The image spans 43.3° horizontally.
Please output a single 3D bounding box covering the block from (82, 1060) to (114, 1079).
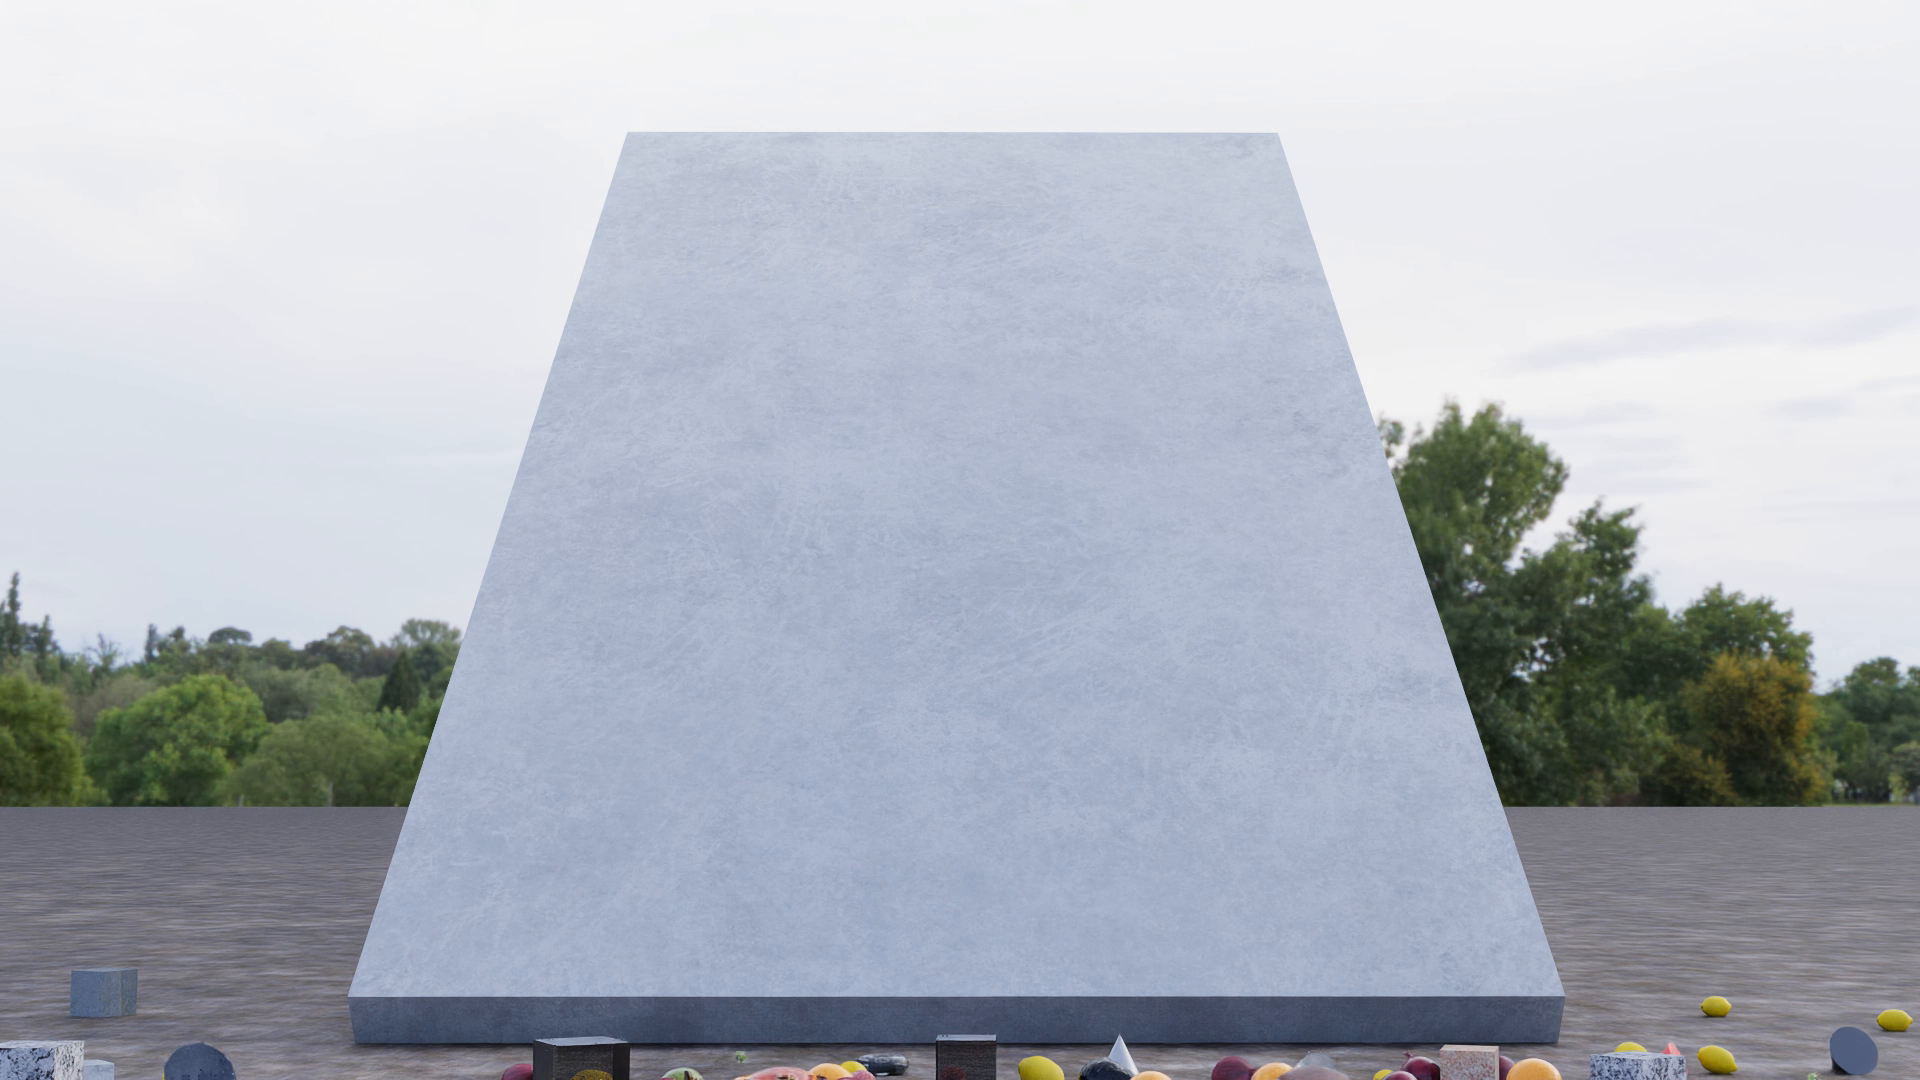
[{"bbox_3d":[-1.141,0.711,3.140,0.061,0.061,0.061,5,-8,-38],"label":"block"}]

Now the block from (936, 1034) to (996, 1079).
[{"bbox_3d":[0.009,0.717,3.285,0.080,0.080,0.080,0,-6,2],"label":"block"}]

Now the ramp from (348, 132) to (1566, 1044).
[{"bbox_3d":[-0.013,-0.209,5.724,2.000,0.100,4.000,0,30,0],"label":"ramp"}]

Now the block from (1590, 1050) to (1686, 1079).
[{"bbox_3d":[0.851,0.688,3.030,0.083,0.083,0.083,4,-8,-36],"label":"block"}]

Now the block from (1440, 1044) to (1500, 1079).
[{"bbox_3d":[0.681,0.715,3.228,0.071,0.071,0.071,-2,-6,17],"label":"block"}]

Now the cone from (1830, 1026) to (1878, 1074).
[{"bbox_3d":[1.314,0.774,3.597,0.075,0.075,0.075,1,-33,-8],"label":"cone"}]

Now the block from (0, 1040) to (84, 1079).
[{"bbox_3d":[-1.173,0.685,3.052,0.094,0.094,0.094,0,-6,2],"label":"block"}]

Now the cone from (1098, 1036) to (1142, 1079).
[{"bbox_3d":[0.232,0.749,3.510,0.063,0.063,0.063,0,-6,0],"label":"cone"}]

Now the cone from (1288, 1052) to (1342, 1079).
[{"bbox_3d":[0.480,0.718,3.104,0.089,0.089,0.089,34,-22,-26],"label":"cone"}]

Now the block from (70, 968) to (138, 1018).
[{"bbox_3d":[-1.611,0.851,4.548,0.083,0.083,0.083,-3,-7,28],"label":"block"}]

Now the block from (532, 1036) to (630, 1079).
[{"bbox_3d":[-0.483,0.686,3.076,0.096,0.096,0.096,3,-7,-28],"label":"block"}]

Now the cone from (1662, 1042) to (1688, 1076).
[{"bbox_3d":[1.035,0.775,3.561,0.052,0.052,0.052,-32,-20,23],"label":"cone"}]

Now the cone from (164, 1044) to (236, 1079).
[{"bbox_3d":[-1.011,0.721,3.156,0.096,0.096,0.096,5,-35,-40],"label":"cone"}]

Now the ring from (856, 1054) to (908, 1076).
[{"bbox_3d":[-0.115,0.774,3.565,0.080,0.027,0.080,-1,-6,0],"label":"ring"}]
